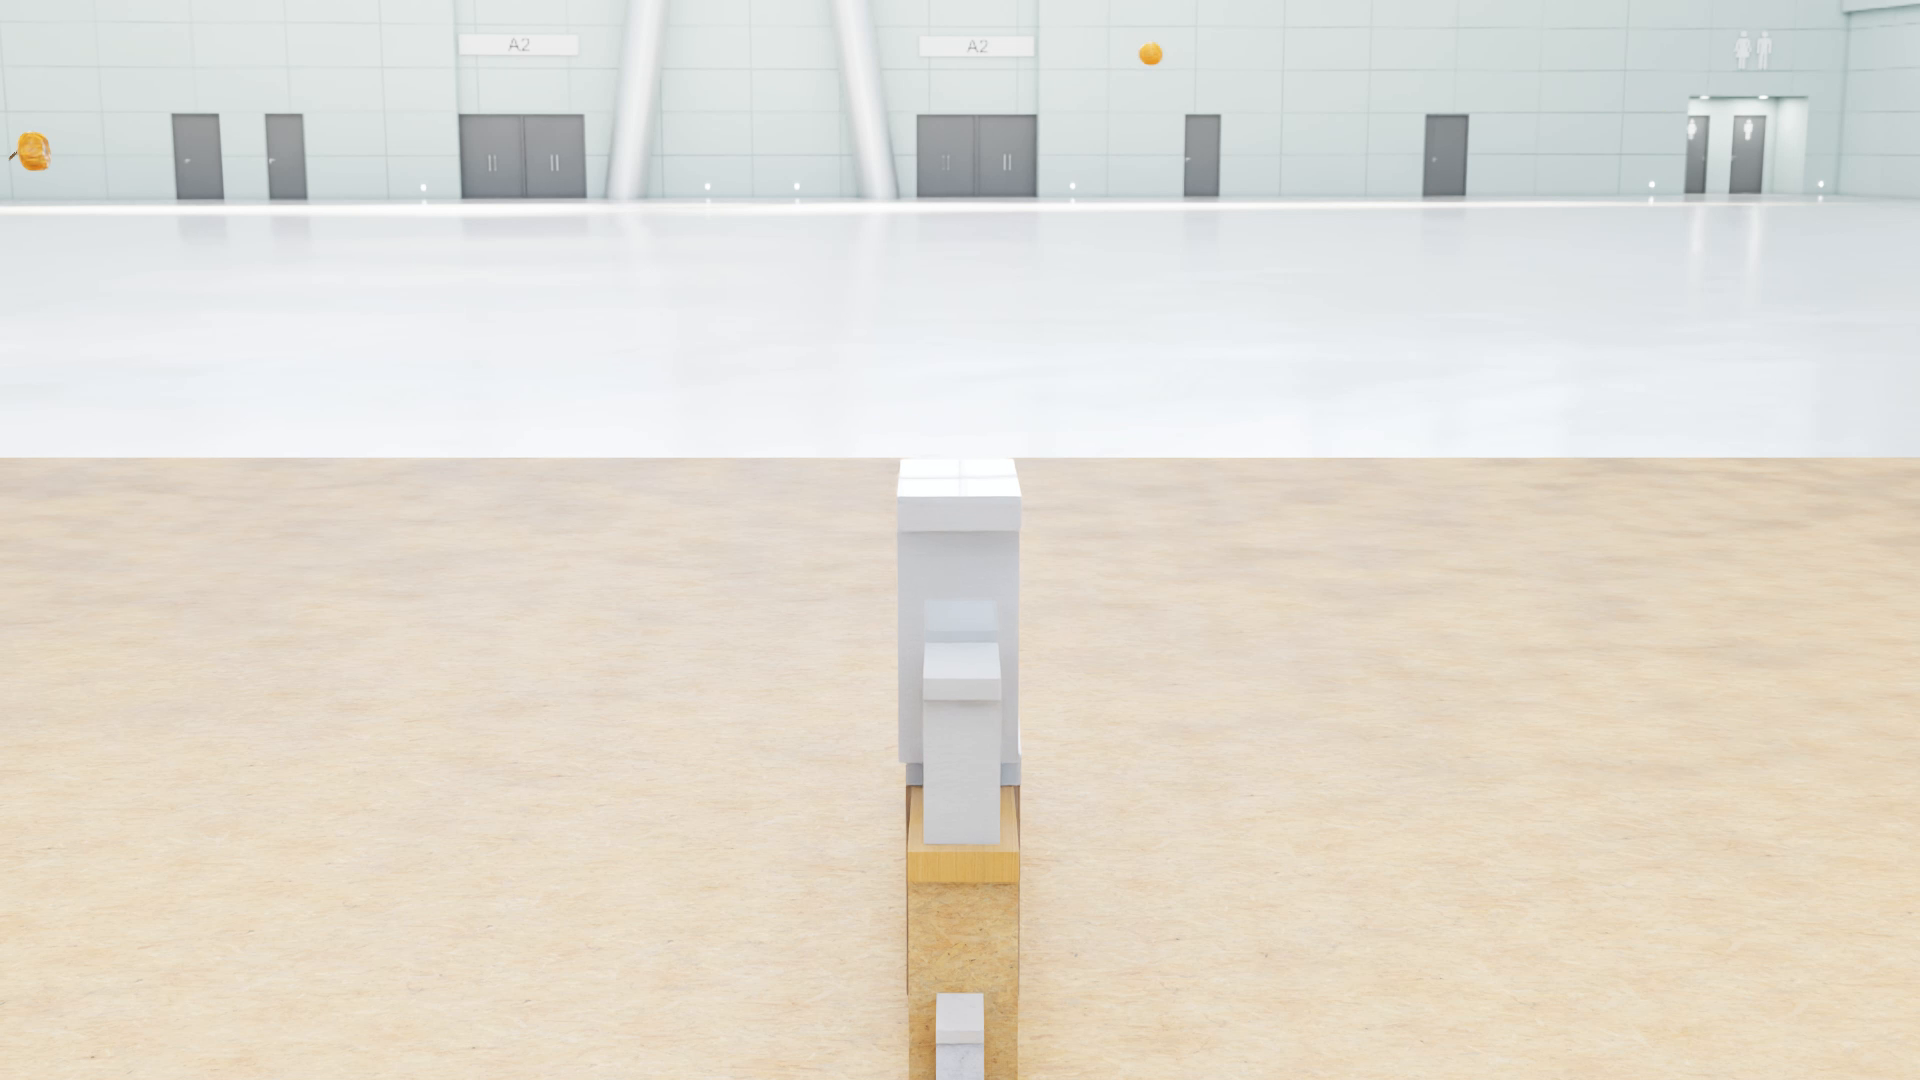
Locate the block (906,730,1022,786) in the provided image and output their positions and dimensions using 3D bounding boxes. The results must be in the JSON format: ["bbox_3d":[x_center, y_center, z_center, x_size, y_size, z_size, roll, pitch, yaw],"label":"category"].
[{"bbox_3d":[0.005,0.297,3.303,0.166,0.047,0.331,0,11,0],"label":"block"}]

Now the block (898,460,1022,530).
[{"bbox_3d":[-0.003,-0.067,3.156,0.169,0.048,0.337,0,11,-1],"label":"block"}]

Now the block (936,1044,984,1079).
[{"bbox_3d":[0.000,0.690,2.799,0.061,0.121,0.017,0,11,0],"label":"block"}]

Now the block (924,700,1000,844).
[{"bbox_3d":[0.002,0.298,2.879,0.100,0.201,0.028,0,11,0],"label":"block"}]

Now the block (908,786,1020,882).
[{"bbox_3d":[0.004,0.398,3.001,0.145,0.041,0.290,0,11,0],"label":"block"}]

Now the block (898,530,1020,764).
[{"bbox_3d":[-0.003,0.143,3.082,0.169,0.337,0.048,0,11,-1],"label":"block"}]

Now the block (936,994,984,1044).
[{"bbox_3d":[0.000,0.614,2.827,0.061,0.017,0.121,0,11,0],"label":"block"}]

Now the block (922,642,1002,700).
[{"bbox_3d":[0.002,0.173,2.924,0.100,0.028,0.201,0,11,0],"label":"block"}]

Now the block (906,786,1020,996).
[{"bbox_3d":[0.004,0.503,3.229,0.166,0.331,0.047,0,11,0],"label":"block"}]

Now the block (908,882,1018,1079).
[{"bbox_3d":[0.004,0.579,2.936,0.145,0.290,0.041,0,11,0],"label":"block"}]

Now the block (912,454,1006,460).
[{"bbox_3d":[-0.001,-0.093,3.485,0.153,0.043,0.305,0,11,0],"label":"block"}]
